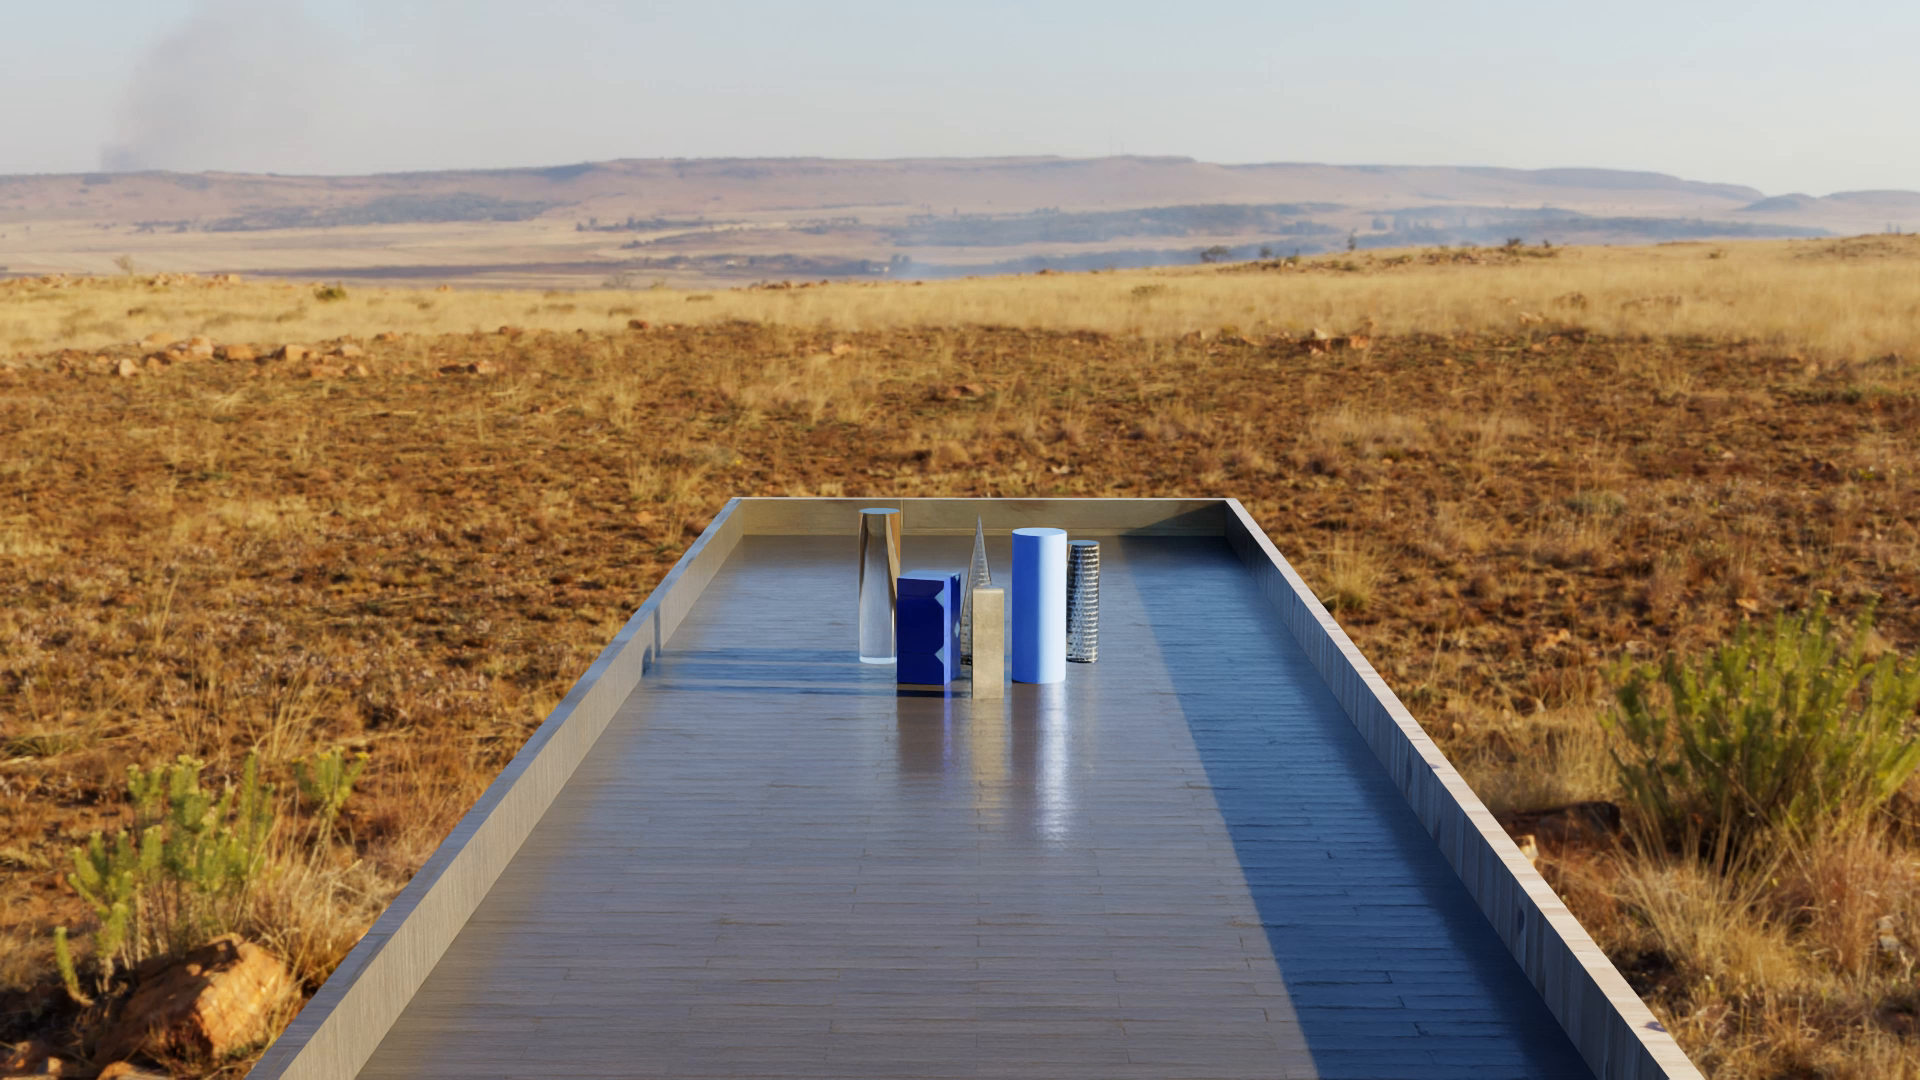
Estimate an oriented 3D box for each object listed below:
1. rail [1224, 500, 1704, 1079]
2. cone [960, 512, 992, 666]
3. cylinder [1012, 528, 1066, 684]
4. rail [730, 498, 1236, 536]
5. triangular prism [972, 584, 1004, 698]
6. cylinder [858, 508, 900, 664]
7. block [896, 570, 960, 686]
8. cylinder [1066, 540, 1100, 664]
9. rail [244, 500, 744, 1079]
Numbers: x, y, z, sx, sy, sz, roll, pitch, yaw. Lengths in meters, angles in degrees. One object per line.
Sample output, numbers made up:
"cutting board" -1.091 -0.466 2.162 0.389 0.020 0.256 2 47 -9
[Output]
"rail" 1.046 0.843 3.208 0.050 0.150 12.000 0 9 1
"cone" 0.058 0.140 6.661 0.156 0.459 0.156 0 9 0
"cylinder" 0.231 0.190 6.426 0.158 0.434 0.158 0 9 0
"rail" 0.099 -0.098 9.147 2.100 0.150 0.050 0 9 1
"triangular prism" 0.075 0.285 6.211 0.089 0.313 0.077 -1 9 -4
"cylinder" -0.243 0.138 6.674 0.126 0.458 0.126 0 9 0
"block" -0.091 0.254 6.427 0.146 0.307 0.146 3 10 19
"cylinder" 0.372 0.187 6.676 0.100 0.361 0.100 0 9 0
"rail" -1.004 0.839 3.234 0.050 0.150 12.000 0 9 1
